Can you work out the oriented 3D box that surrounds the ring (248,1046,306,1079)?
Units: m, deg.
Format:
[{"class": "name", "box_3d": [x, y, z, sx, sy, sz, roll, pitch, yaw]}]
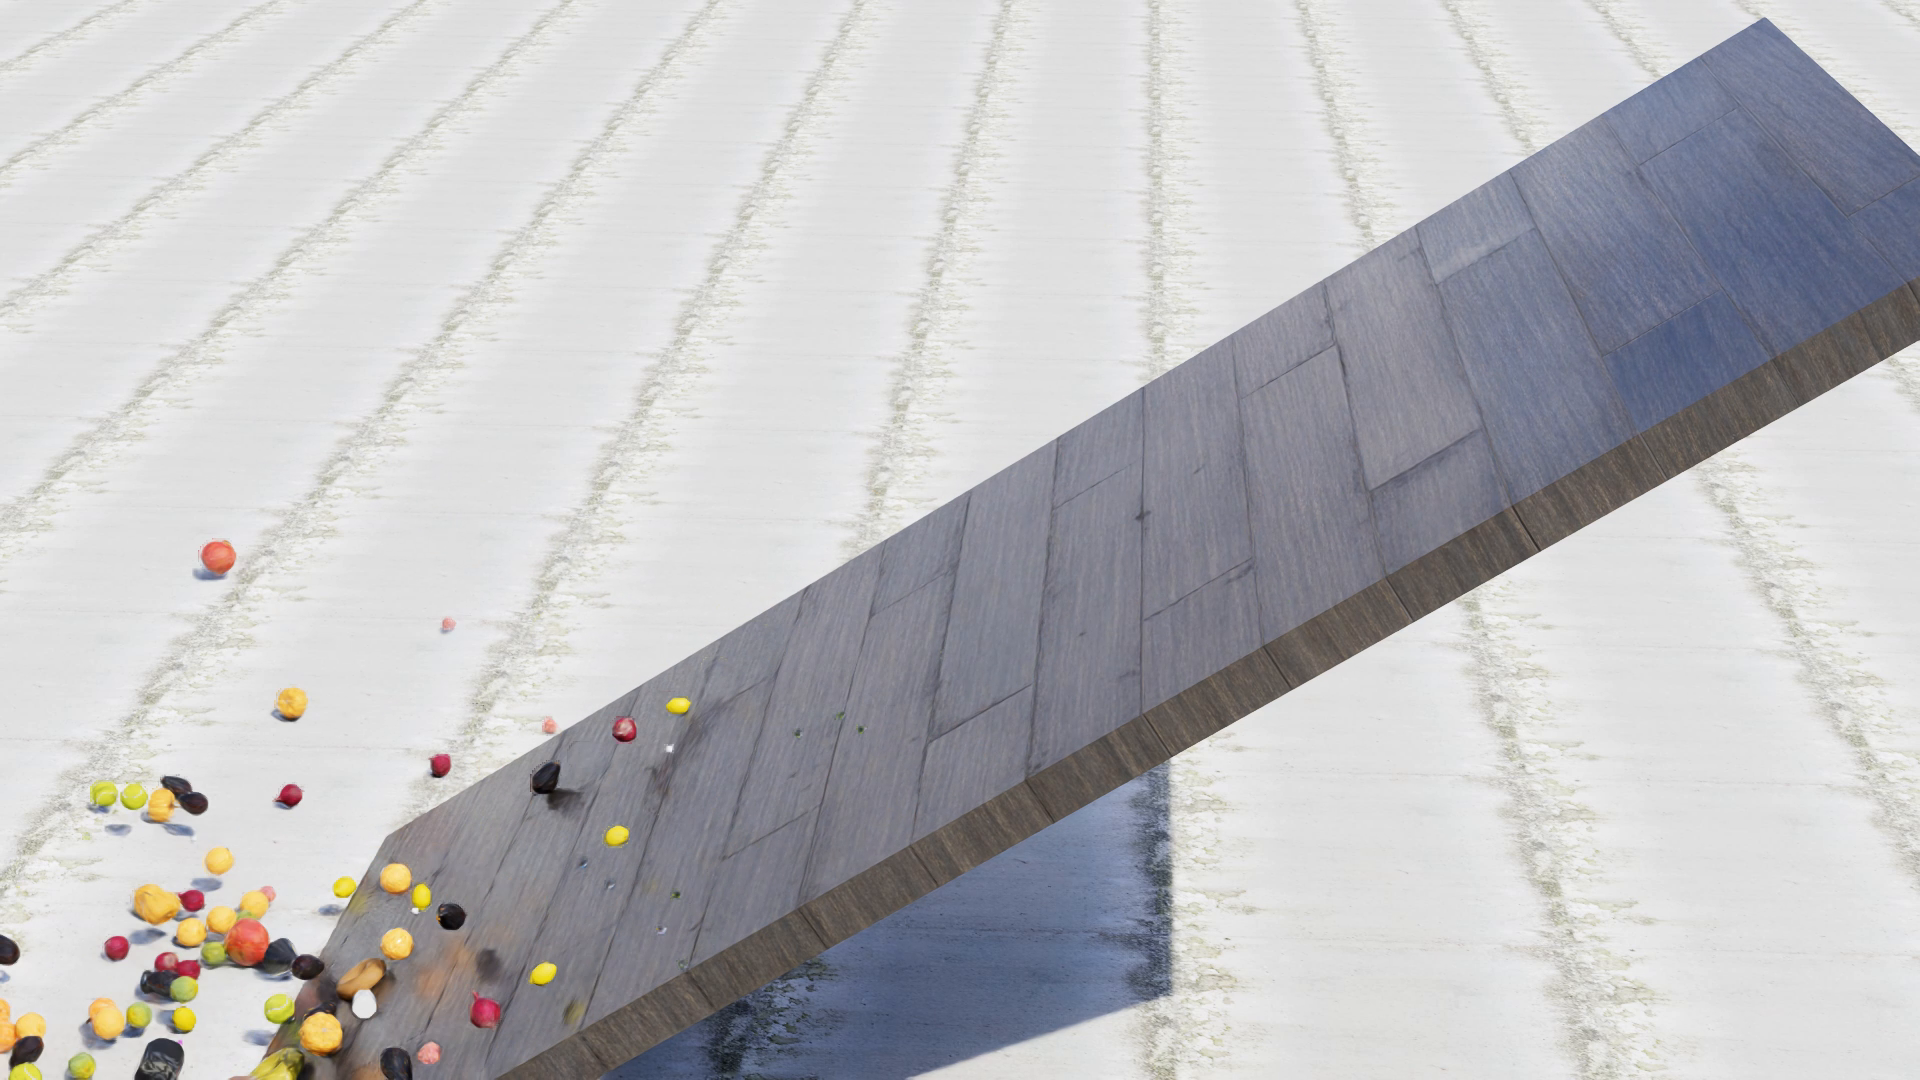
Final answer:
[{"class": "ring", "box_3d": [-1.485, 1.158, 6.376, 0.148, 0.049, 0.148, -31, 16, 10]}]

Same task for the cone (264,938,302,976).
[{"class": "cone", "box_3d": [-1.611, 1.016, 7.086, 0.095, 0.095, 0.095, 11, 22, 41]}]

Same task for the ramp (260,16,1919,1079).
[{"class": "ramp", "box_3d": [0.140, 0.170, 6.294, 4.000, 0.100, 2.000, -31, 15, 14]}]

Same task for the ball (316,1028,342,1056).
[{"class": "ball", "box_3d": [-1.357, 1.080, 6.326, 0.058, 0.058, 0.058, 0, 20, 0]}]

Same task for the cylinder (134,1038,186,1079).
[{"class": "cylinder", "box_3d": [-1.809, 1.191, 6.651, 0.092, 0.092, 0.092, 0, 25, -1]}]

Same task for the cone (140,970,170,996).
[{"class": "cone", "box_3d": [-1.917, 1.058, 7.035, 0.061, 0.061, 0.061, -6, 19, 12]}]

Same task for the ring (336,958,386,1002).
[{"class": "ring", "box_3d": [-1.350, 0.989, 6.624, 0.128, 0.043, 0.128, -32, 14, 9]}]
